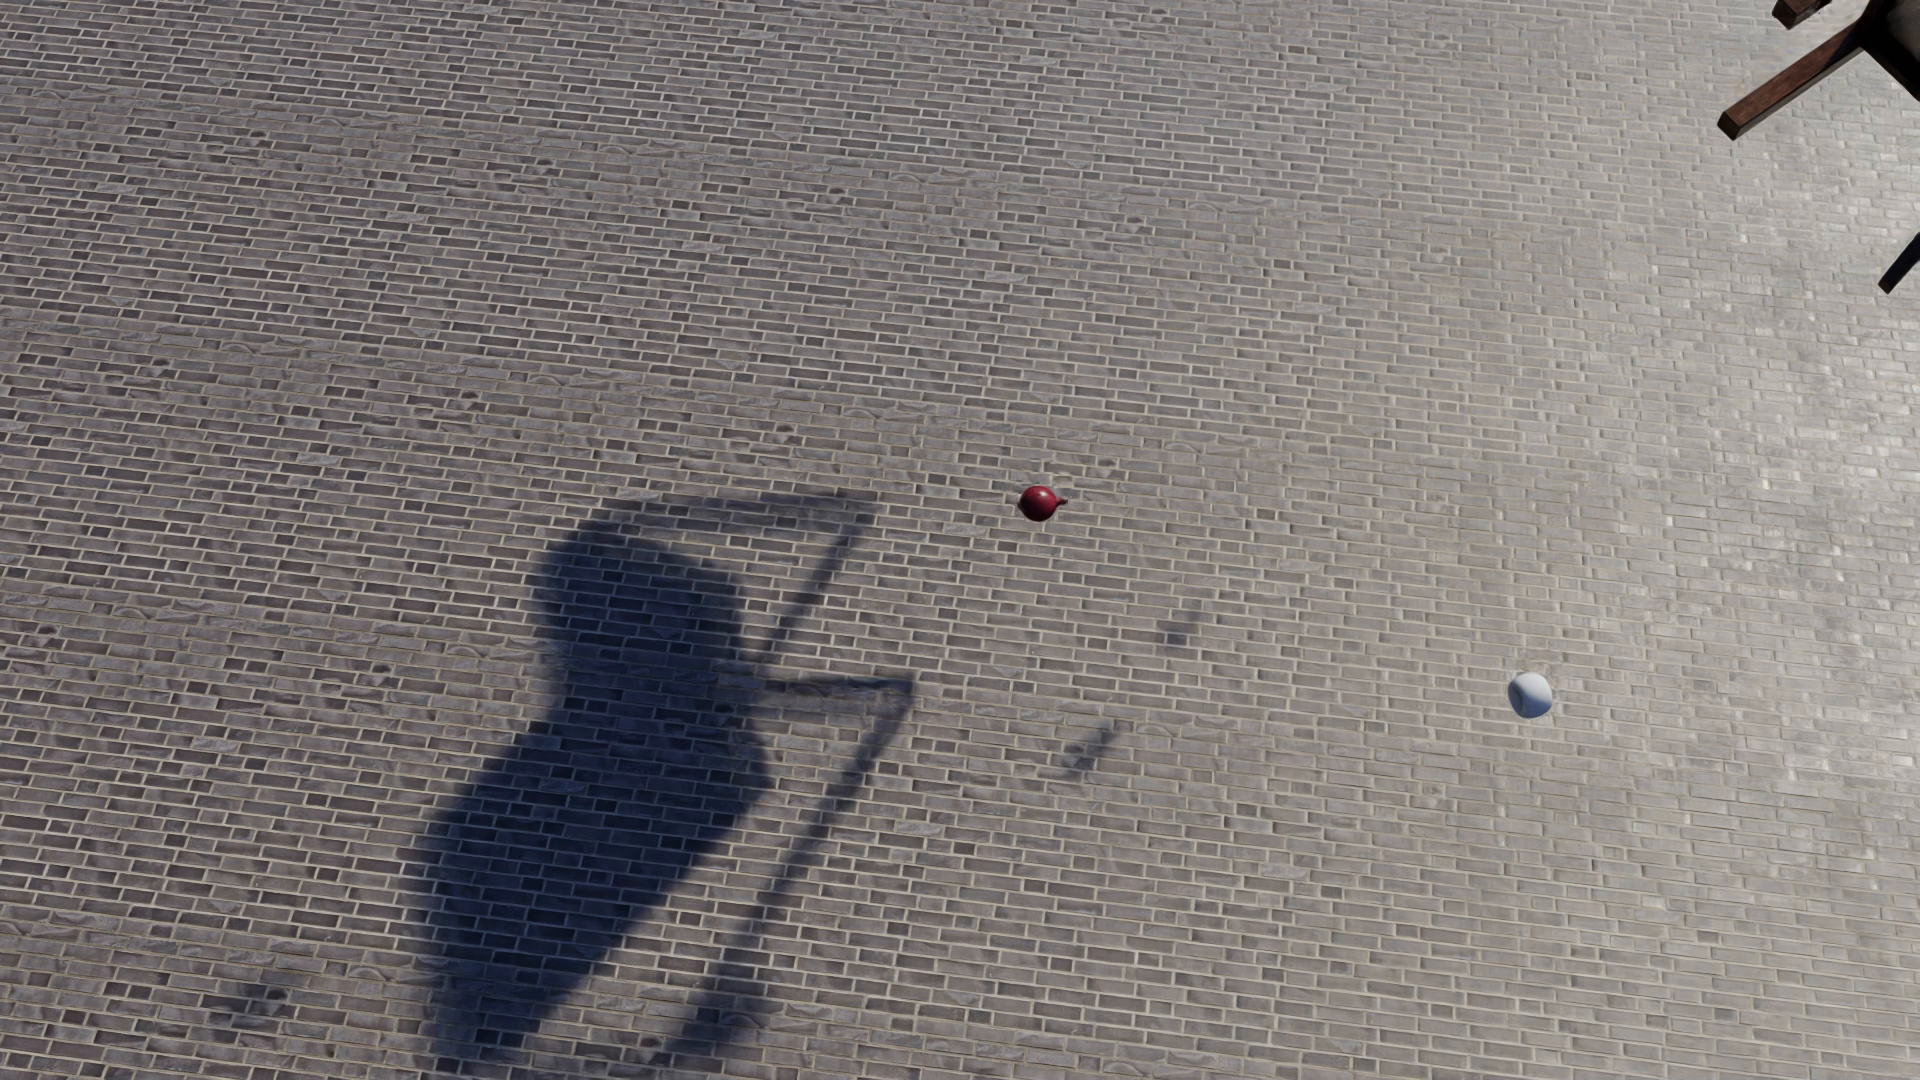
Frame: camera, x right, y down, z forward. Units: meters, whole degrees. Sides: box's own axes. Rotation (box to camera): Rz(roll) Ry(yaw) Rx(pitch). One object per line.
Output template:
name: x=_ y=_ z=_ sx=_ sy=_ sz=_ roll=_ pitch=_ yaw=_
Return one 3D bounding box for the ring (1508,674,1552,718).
ring: x=1.059 y=0.289 z=4.084 sx=0.057 sy=0.101 sz=0.083 roll=-17 pitch=80 yaw=-6
